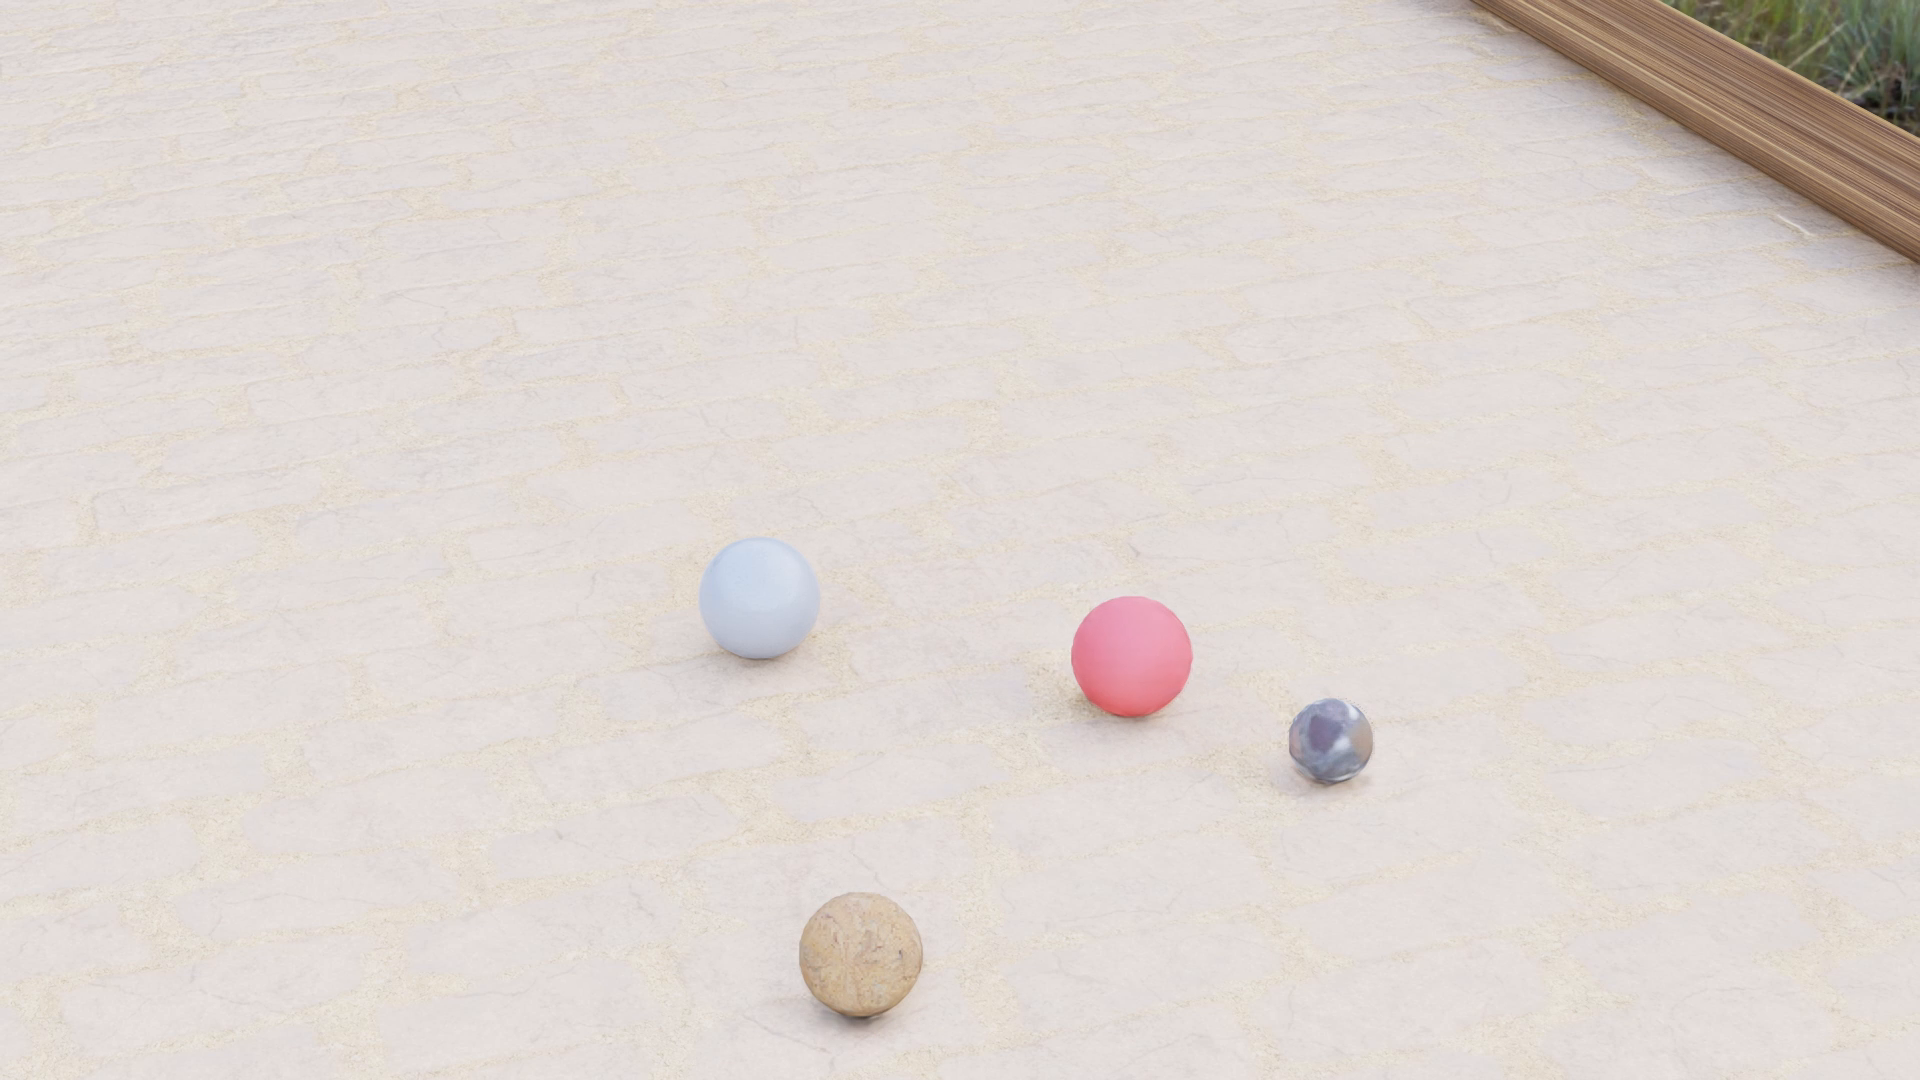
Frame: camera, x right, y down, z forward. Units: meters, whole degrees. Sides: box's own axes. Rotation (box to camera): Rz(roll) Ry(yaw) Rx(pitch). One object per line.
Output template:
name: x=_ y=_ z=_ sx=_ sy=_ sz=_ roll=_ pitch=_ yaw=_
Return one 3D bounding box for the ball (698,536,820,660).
ball: x=-0.123 y=0.035 z=1.804 sx=0.075 sy=0.075 sz=0.075 roll=0 pitch=28 yaw=0

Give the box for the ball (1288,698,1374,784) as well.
ball: x=0.212 y=0.115 z=1.681 sx=0.049 sy=0.049 sz=0.049 roll=0 pitch=28 yaw=0

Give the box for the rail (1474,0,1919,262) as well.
rail: x=0.539 y=-0.545 z=2.887 sx=0.045 sy=0.098 sz=3.576 roll=-9 pitch=29 yaw=-17

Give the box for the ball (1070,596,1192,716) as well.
ball: x=0.102 y=0.069 z=1.744 sx=0.072 sy=0.072 sz=0.072 roll=0 pitch=28 yaw=0

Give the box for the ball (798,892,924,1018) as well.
ball: x=-0.050 y=0.209 z=1.485 sx=0.063 sy=0.063 sz=0.063 roll=0 pitch=28 yaw=0
